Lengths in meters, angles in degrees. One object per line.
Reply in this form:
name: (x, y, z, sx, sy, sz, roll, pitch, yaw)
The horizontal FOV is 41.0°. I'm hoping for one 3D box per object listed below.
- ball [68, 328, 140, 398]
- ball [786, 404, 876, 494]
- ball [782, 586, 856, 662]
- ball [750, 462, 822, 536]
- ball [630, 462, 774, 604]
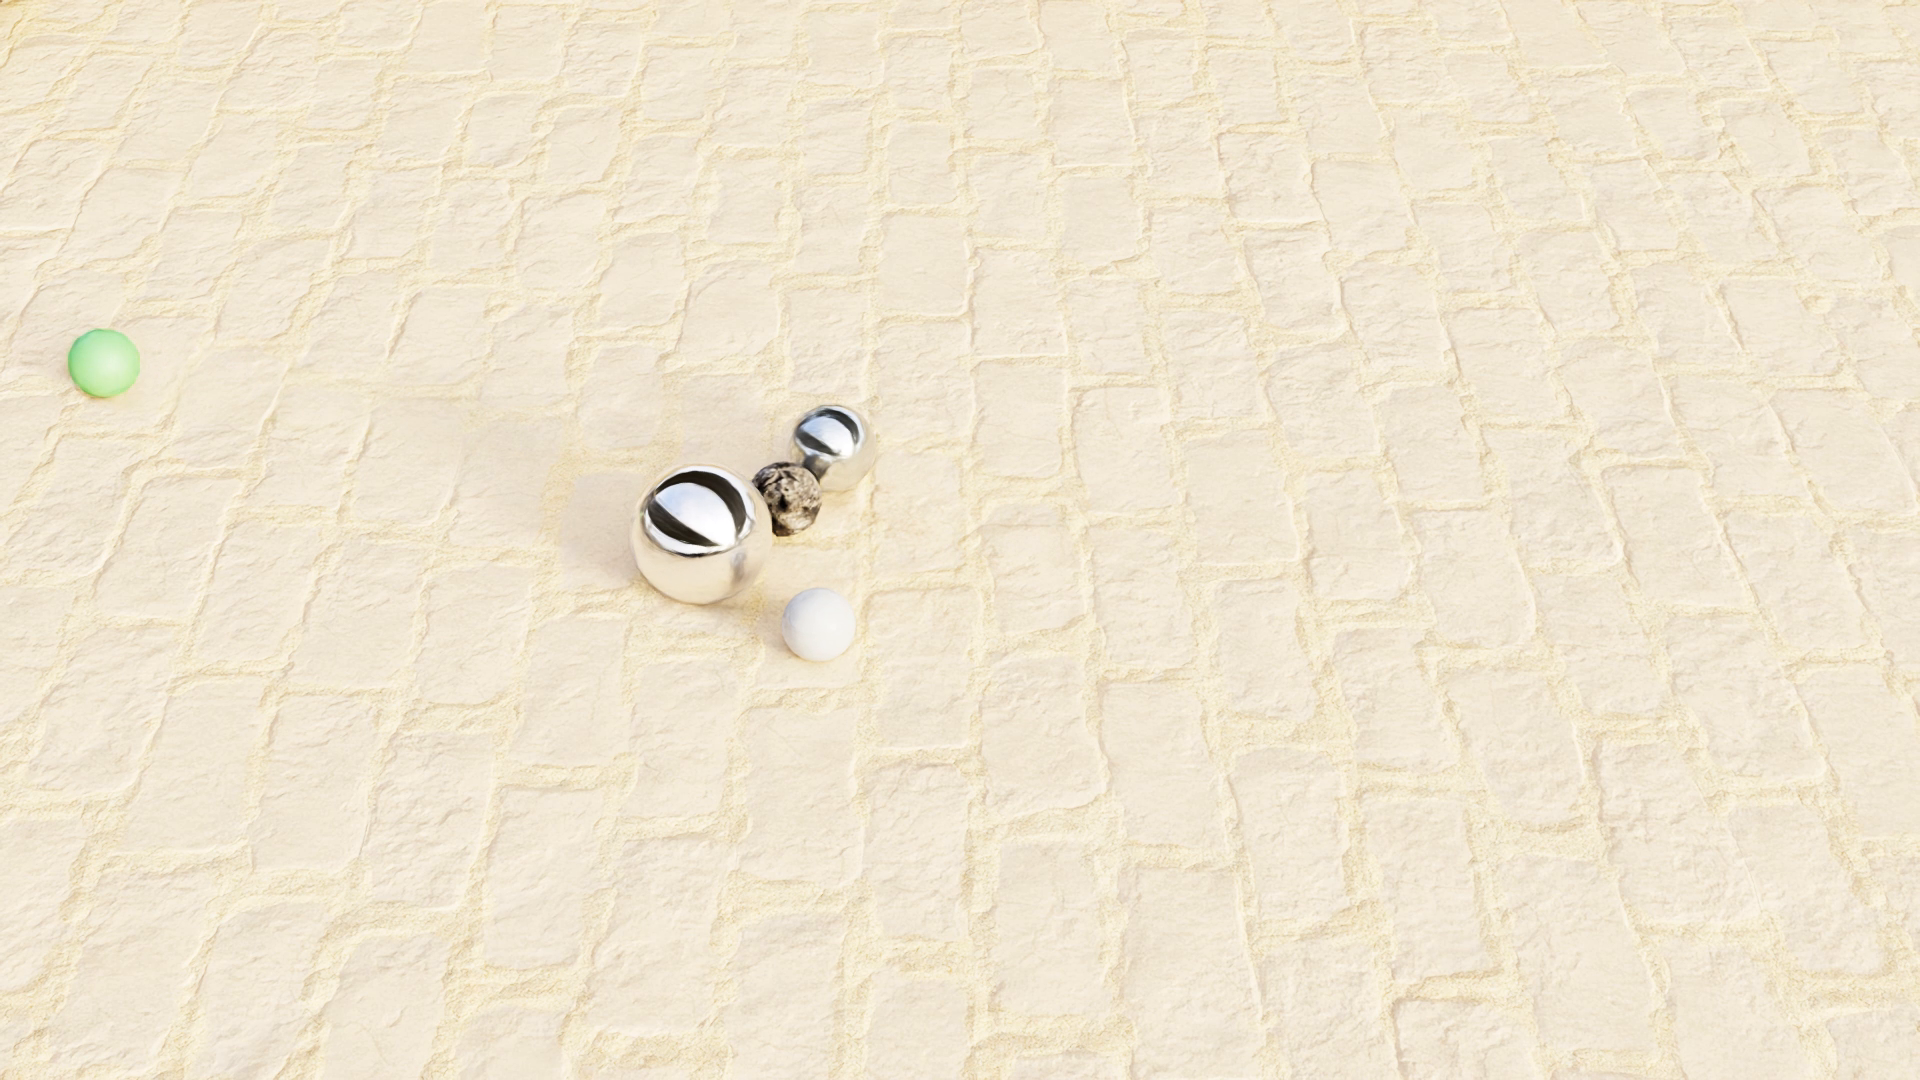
ball: (-0.612, -0.127, 1.836, 0.050, 0.050, 0.050, 0, 36, 0)
ball: (-0.087, -0.062, 1.738, 0.061, 0.061, 0.061, 0, 36, 0)
ball: (-0.088, 0.052, 1.594, 0.047, 0.047, 0.047, 0, 36, 0)
ball: (-0.117, -0.027, 1.700, 0.050, 0.050, 0.050, 0, 36, 0)
ball: (-0.165, -0.004, 1.634, 0.091, 0.091, 0.091, 0, 36, 0)
